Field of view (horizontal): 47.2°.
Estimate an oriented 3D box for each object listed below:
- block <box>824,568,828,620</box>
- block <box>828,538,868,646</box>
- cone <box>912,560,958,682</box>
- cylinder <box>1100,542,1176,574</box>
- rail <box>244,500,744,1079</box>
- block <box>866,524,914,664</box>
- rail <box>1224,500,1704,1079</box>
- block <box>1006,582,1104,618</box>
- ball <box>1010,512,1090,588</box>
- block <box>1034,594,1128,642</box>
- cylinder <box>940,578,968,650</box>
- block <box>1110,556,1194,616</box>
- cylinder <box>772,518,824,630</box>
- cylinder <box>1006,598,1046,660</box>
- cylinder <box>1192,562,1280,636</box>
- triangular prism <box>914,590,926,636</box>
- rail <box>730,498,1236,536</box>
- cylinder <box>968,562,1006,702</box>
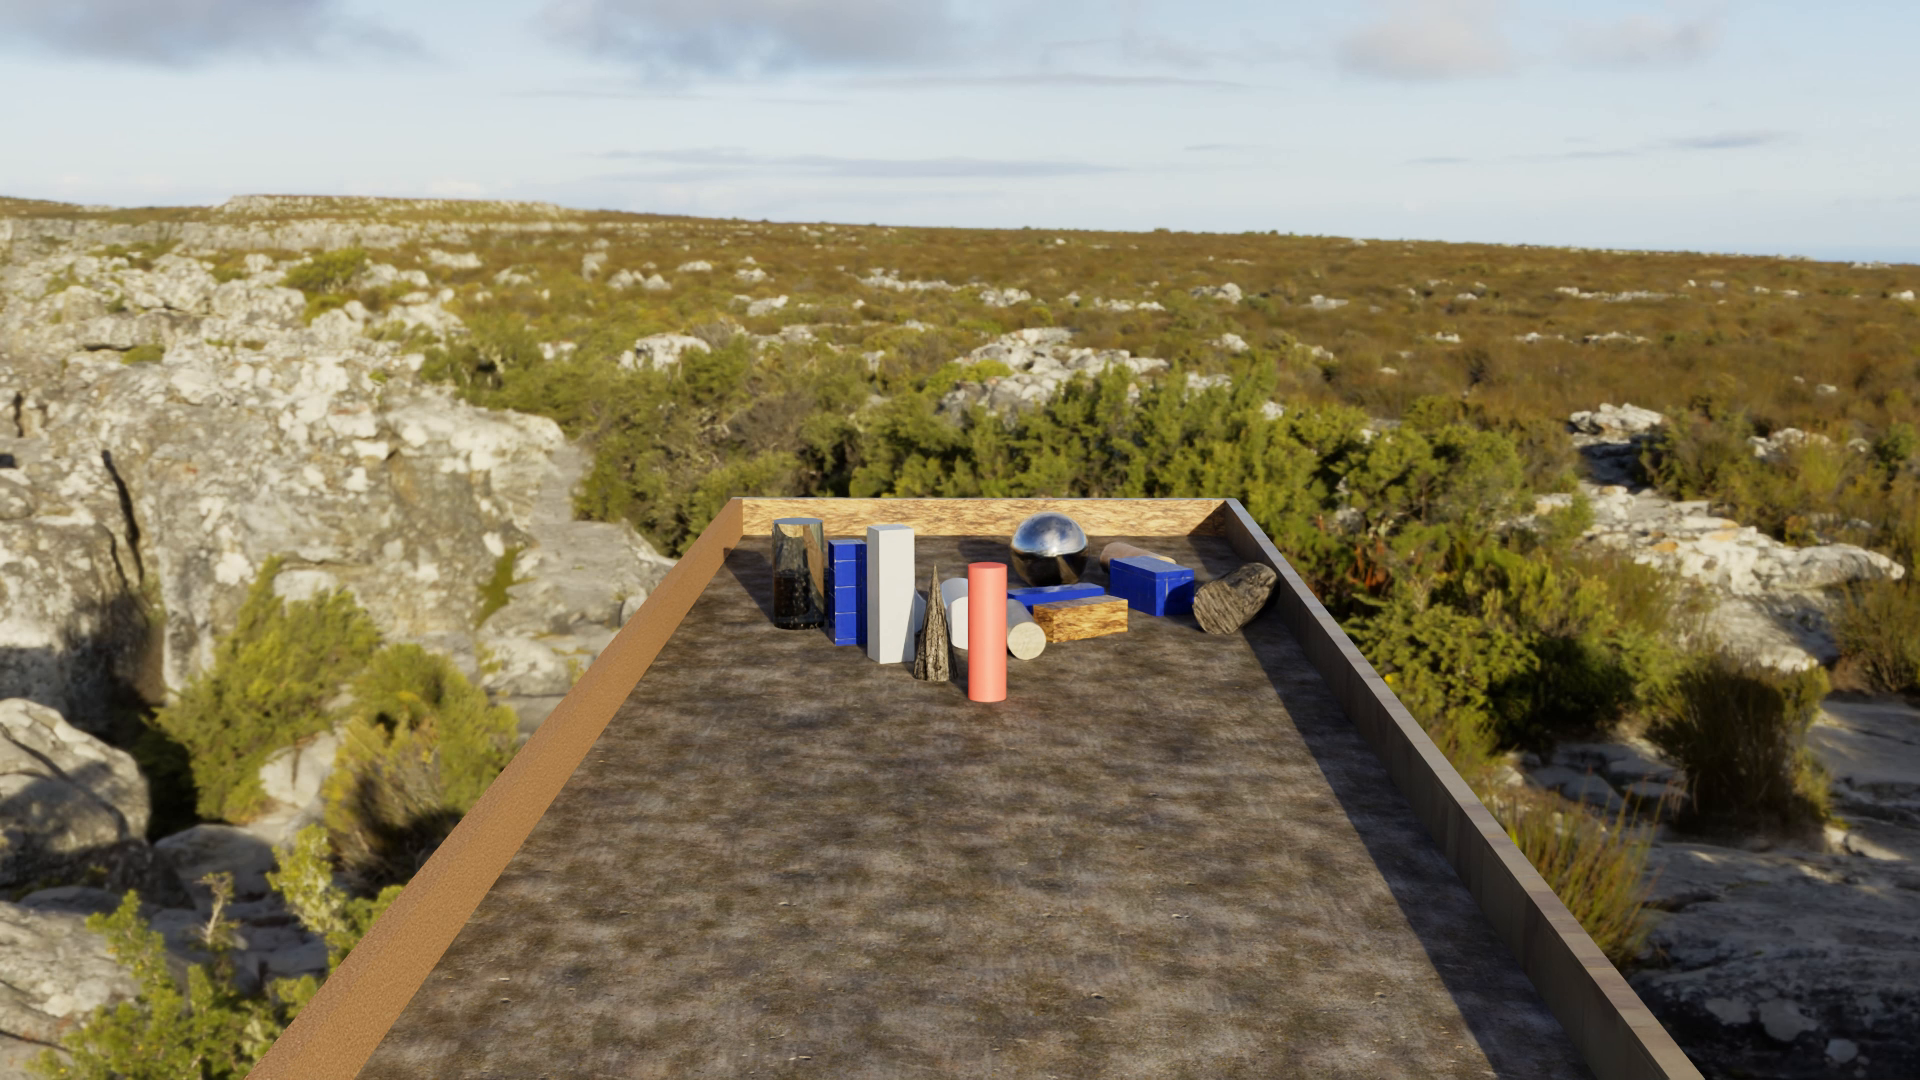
[{"bbox_3d":[-0.422,0.187,7.403,0.133,0.133,0.425,-7,12,-39],"label":"block"},{"bbox_3d":[-0.355,0.164,6.954,0.103,0.320,0.103,-2,9,-15],"label":"block"},{"bbox_3d":[-0.073,0.230,6.451,0.135,0.347,0.135,0,9,0],"label":"cone"},{"bbox_3d":[0.651,0.096,8.001,0.126,0.126,0.366,-4,10,-24],"label":"cylinder"},{"bbox_3d":[-1.004,0.839,3.234,0.050,0.150,12.000,0,9,1],"label":"rail"},{"bbox_3d":[-0.211,0.162,6.688,0.112,0.406,0.112,-4,10,-22],"label":"block"},{"bbox_3d":[1.046,0.843,3.208,0.050,0.150,12.000,0,9,1],"label":"rail"},{"bbox_3d":[0.310,0.213,7.336,0.336,0.102,0.102,-4,10,-26],"label":"block"},{"bbox_3d":[0.321,0.040,7.858,0.280,0.280,0.280,0,9,0],"label":"ball"},{"bbox_3d":[0.388,0.252,7.076,0.302,0.107,0.107,-6,11,-35],"label":"block"},{"bbox_3d":[0.008,0.232,7.015,0.167,0.167,0.346,-1,9,-6],"label":"cylinder"},{"bbox_3d":[0.656,0.156,7.549,0.149,0.149,0.317,-4,10,-25],"label":"block"},{"bbox_3d":[-0.529,0.109,7.215,0.166,0.346,0.166,0,9,0],"label":"cylinder"},{"bbox_3d":[0.183,0.277,6.892,0.116,0.116,0.394,-1,9,-6],"label":"cylinder"},{"bbox_3d":[0.914,0.190,7.247,0.177,0.177,0.401,4,10,24],"label":"cylinder"},{"bbox_3d":[-0.180,0.163,7.171,0.089,0.077,0.421,4,30,-30],"label":"triangular prism"},{"bbox_3d":[0.099,-0.098,9.147,2.100,0.150,0.050,0,9,1],"label":"rail"},{"bbox_3d":[0.077,0.258,6.178,0.109,0.378,0.109,0,9,0],"label":"cylinder"}]
